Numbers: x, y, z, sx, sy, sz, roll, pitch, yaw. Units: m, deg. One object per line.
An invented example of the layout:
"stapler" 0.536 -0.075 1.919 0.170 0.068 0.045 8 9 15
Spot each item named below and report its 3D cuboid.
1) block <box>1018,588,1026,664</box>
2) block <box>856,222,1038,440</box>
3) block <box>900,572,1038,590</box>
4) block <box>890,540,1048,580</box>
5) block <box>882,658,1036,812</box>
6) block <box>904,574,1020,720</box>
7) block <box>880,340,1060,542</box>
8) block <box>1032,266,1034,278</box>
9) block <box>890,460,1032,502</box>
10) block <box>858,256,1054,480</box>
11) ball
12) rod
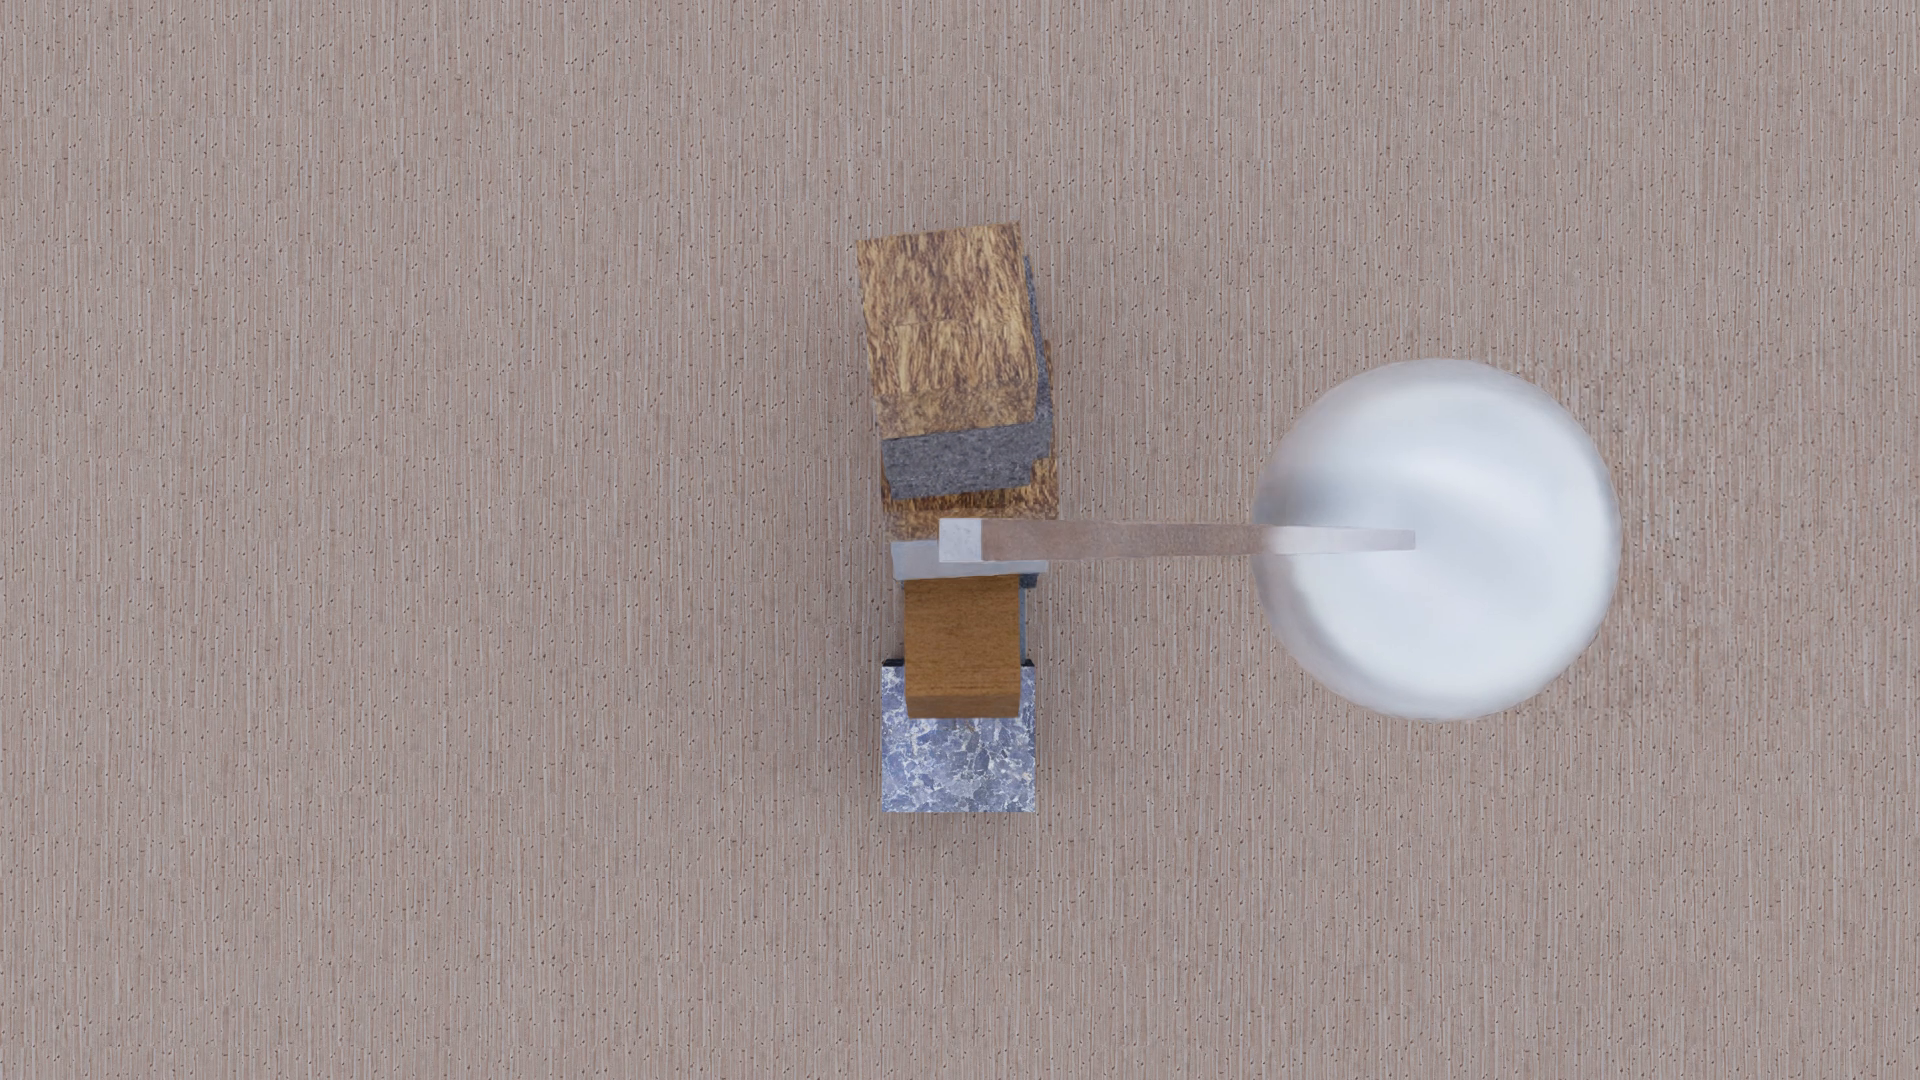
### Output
"block" 0.034 0.381 12.650 0.664 0.700 0.633 0 90 0
"block" -0.048 -0.793 8.473 0.613 0.653 0.603 -7 78 -1
"block" 0.043 -0.153 11.968 0.748 0.739 0.722 -1 78 0
"block" 0.036 -0.273 11.179 0.790 0.855 0.771 -3 78 -1
"block" -0.008 1.107 12.601 0.850 0.797 0.808 0 90 0
"block" 0.013 0.572 11.895 0.605 0.659 0.677 -1 75 0
"block" 0.034 -0.460 10.438 0.806 0.672 0.787 -2 78 0
"block" 0.001 -1.048 12.573 0.809 0.854 0.926 0 90 0
"block" -0.030 -0.572 9.765 0.631 0.691 0.592 -6 78 -1
"block" -0.016 -0.704 9.114 0.696 0.638 0.690 -8 78 -1
"ball" 2.074 0.000 9.652 1.600 1.600 1.600 0 90 0
"rod" 0.899 0.000 6.461 0.080 5.200 0.080 0 90 20
